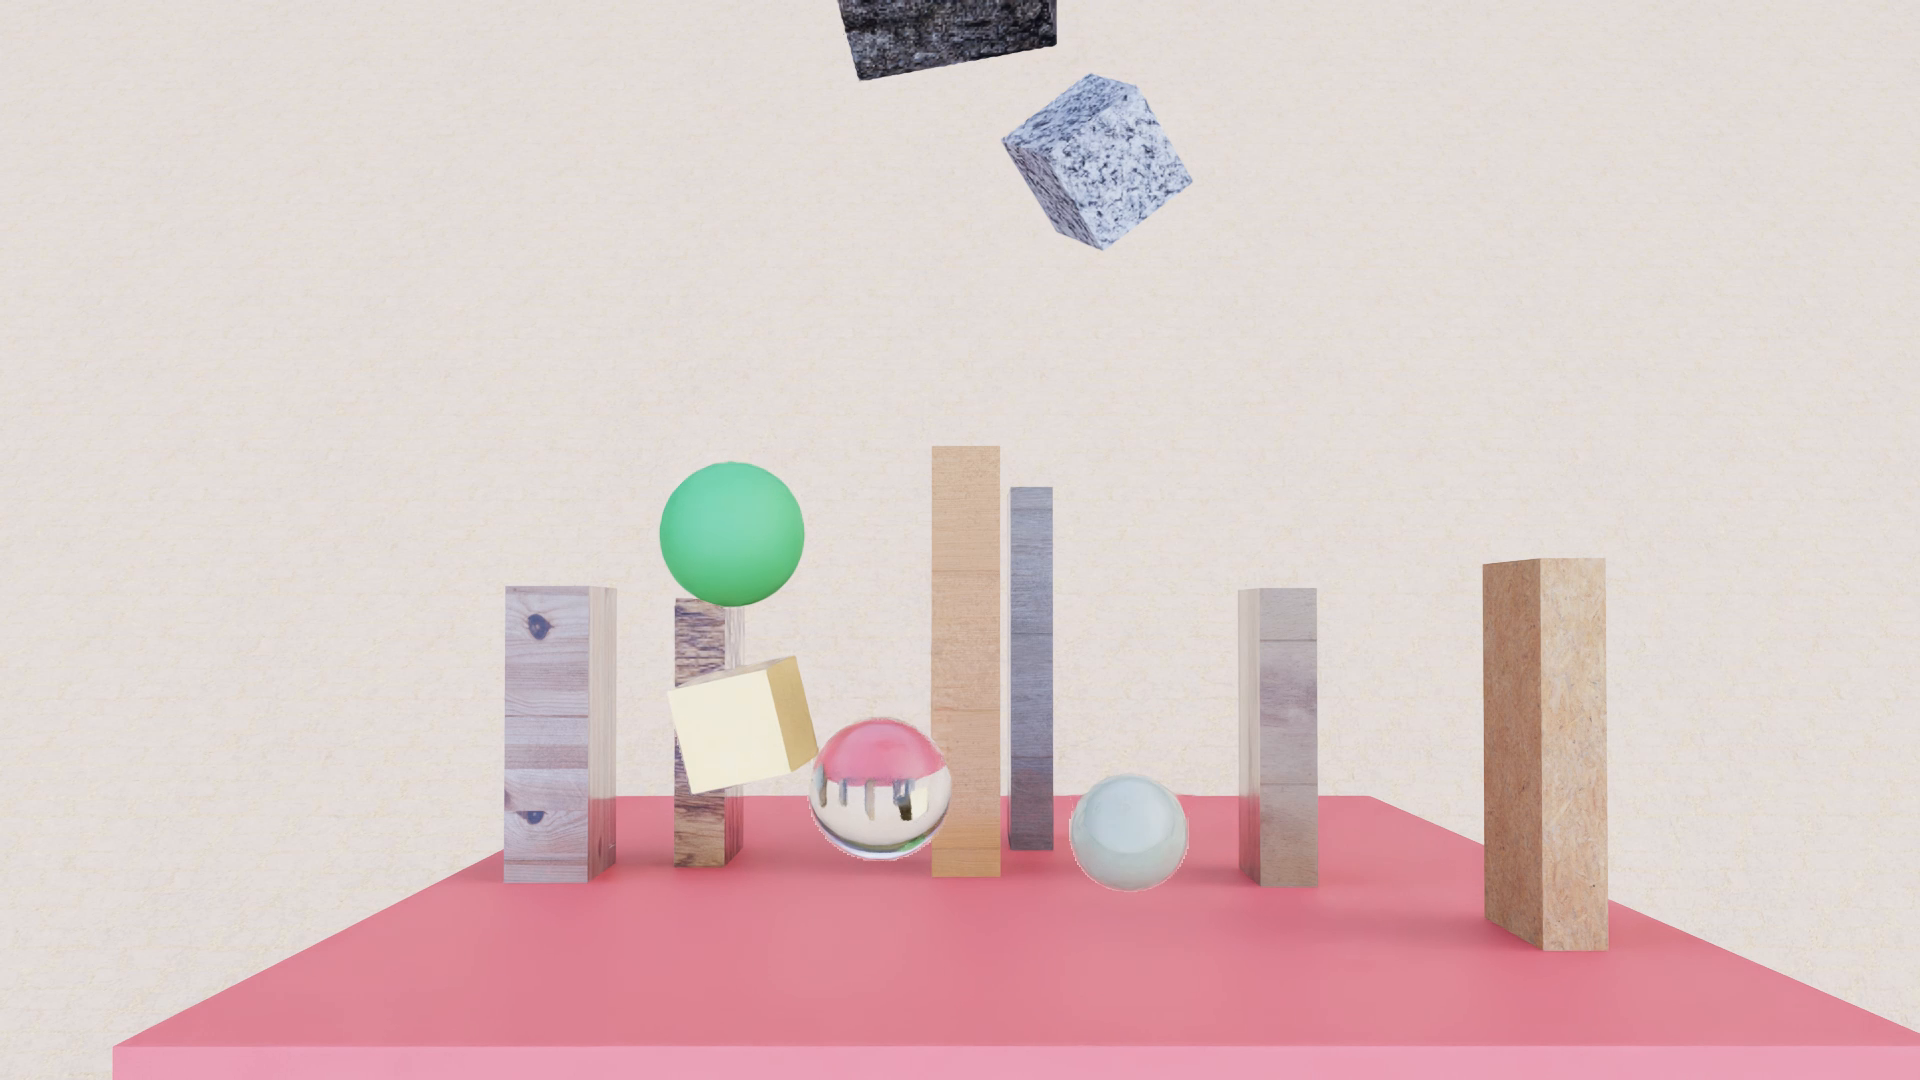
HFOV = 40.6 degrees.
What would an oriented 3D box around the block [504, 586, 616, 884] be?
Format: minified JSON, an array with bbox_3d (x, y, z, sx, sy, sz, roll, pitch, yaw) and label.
[{"bbox_3d":[-0.730,0.348,4.771,0.147,0.523,0.378,0,-2,0],"label":"block"}]

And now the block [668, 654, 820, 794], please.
[{"bbox_3d":[-0.264,0.224,3.180,0.128,0.128,0.128,-13,3,13],"label":"block"}]

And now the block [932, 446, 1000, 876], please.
[{"bbox_3d":[0.011,0.224,4.871,0.124,0.778,0.359,0,-2,0],"label":"block"}]

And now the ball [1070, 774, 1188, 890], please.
[{"bbox_3d":[0.193,0.333,2.966,0.133,0.133,0.133,0,35,0],"label":"ball"}]

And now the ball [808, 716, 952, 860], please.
[{"bbox_3d":[-0.081,0.250,2.620,0.144,0.144,0.144,0,35,0],"label":"ball"}]

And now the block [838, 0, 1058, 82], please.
[{"bbox_3d":[-0.020,-0.579,2.457,0.190,0.190,0.190,-9,36,9],"label":"block"}]

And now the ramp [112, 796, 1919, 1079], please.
[{"bbox_3d":[0.077,0.662,4.825,2.000,0.100,4.000,0,-2,0],"label":"ramp"}]

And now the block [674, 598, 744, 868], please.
[{"bbox_3d":[-0.488,0.367,5.084,0.094,0.504,0.429,0,-2,0],"label":"block"}]

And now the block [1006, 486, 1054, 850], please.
[{"bbox_3d":[0.145,0.264,5.424,0.086,0.731,0.396,0,-2,0],"label":"block"}]

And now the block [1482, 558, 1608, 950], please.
[{"bbox_3d":[0.863,0.307,3.851,0.092,0.550,0.406,0,-2,0],"label":"block"}]

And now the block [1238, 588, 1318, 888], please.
[{"bbox_3d":[0.571,0.348,4.684,0.100,0.518,0.346,0,-2,0],"label":"block"}]

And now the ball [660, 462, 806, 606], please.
[{"bbox_3d":[-0.257,-0.007,2.938,0.164,0.164,0.164,0,35,0],"label":"ball"}]

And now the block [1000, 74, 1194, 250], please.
[{"bbox_3d":[0.138,-0.384,2.628,0.117,0.117,0.117,-38,26,-8],"label":"block"}]
